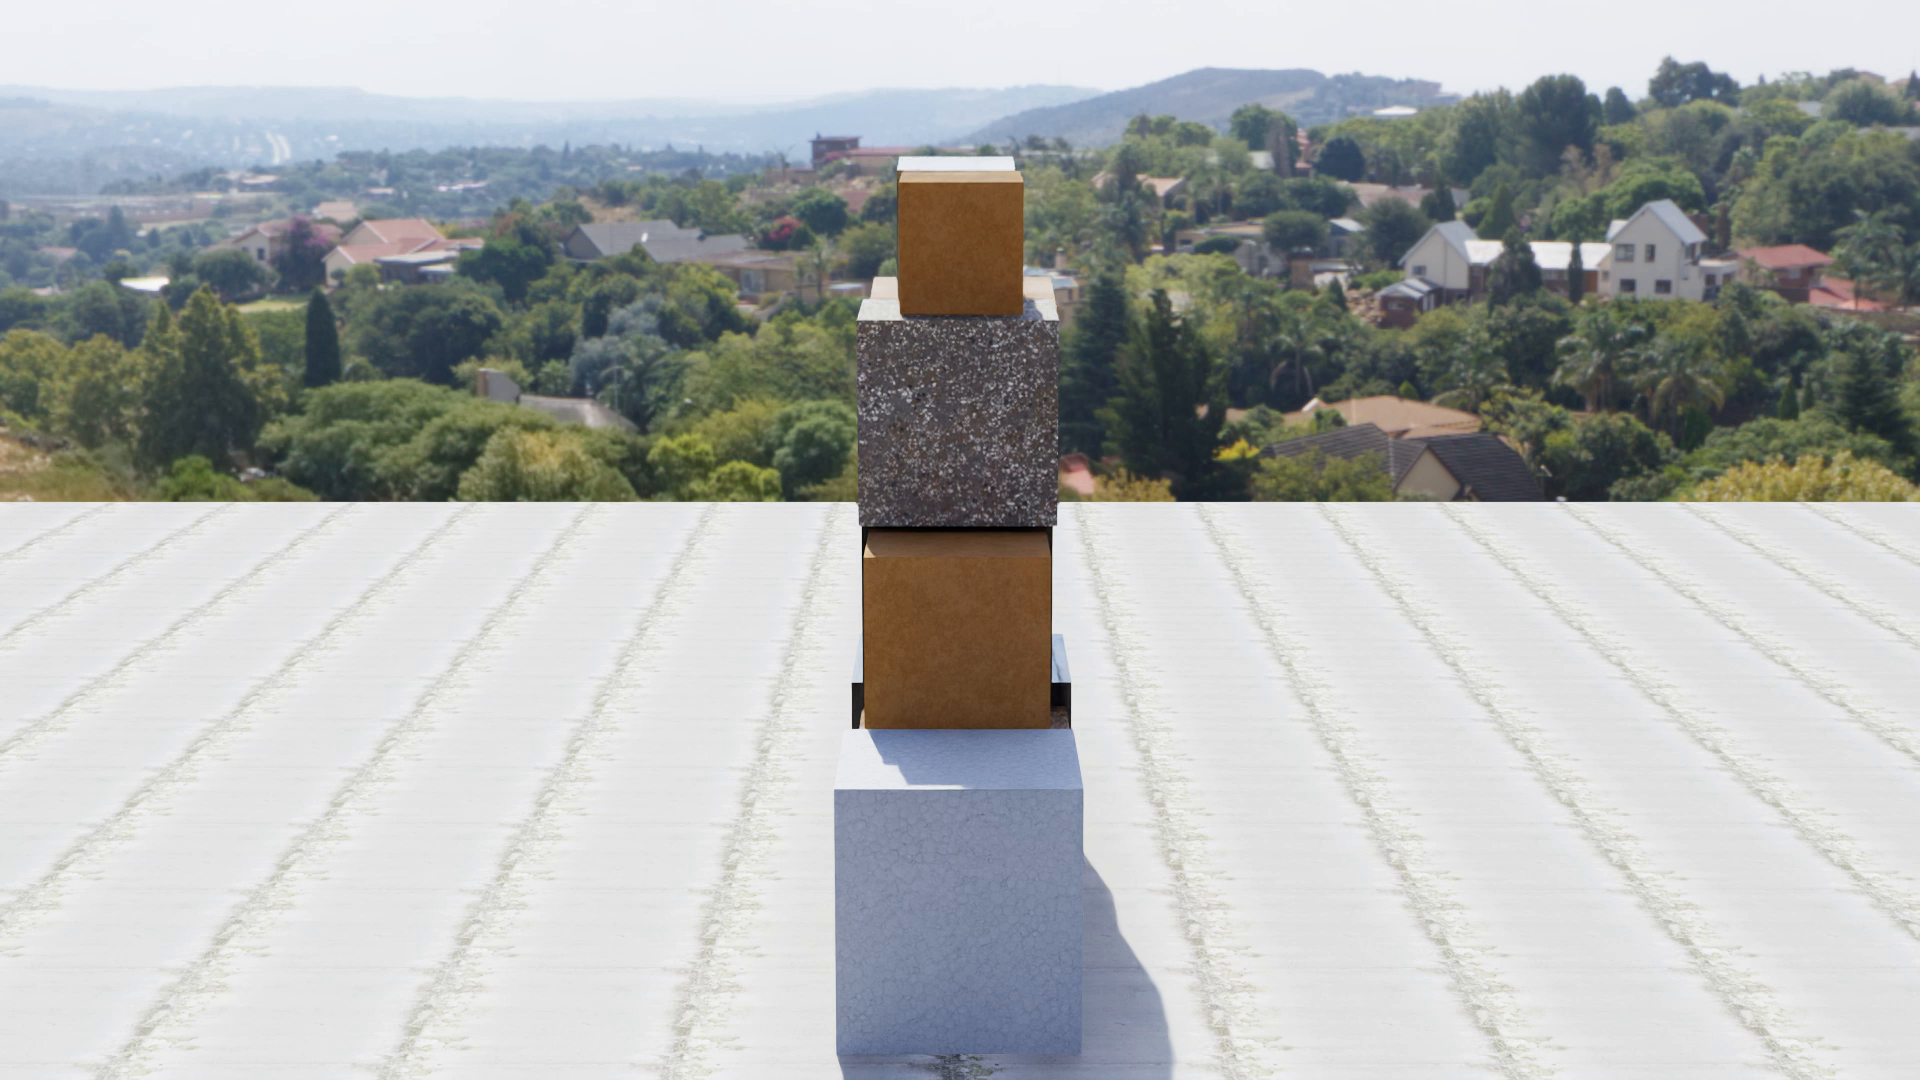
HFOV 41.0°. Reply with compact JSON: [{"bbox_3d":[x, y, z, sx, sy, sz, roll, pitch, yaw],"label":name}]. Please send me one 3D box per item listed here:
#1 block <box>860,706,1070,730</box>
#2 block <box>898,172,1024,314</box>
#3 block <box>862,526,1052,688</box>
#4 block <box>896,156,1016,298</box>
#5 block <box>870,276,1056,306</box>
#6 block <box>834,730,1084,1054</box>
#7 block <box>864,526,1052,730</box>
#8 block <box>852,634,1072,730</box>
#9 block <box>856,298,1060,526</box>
[{"bbox_3d":[0.018,1.210,10.561,0.867,0.840,0.980,0,10,0],"label":"block"},{"bbox_3d":[0.006,-1.235,10.619,0.500,0.535,0.585,0,12,0],"label":"block"},{"bbox_3d":[-0.012,0.172,11.227,0.800,0.764,0.901,0,10,0],"label":"block"},{"bbox_3d":[-0.016,-1.362,11.196,0.502,0.565,0.579,0,14,0],"label":"block"},{"bbox_3d":[0.011,-0.737,11.434,0.804,0.750,0.767,0,16,0],"label":"block"},{"bbox_3d":[-0.004,1.300,9.638,0.890,0.994,0.849,0,10,0],"label":"block"},{"bbox_3d":[-0.010,0.398,10.384,0.725,0.822,0.818,0,10,0],"label":"block"},{"bbox_3d":[0.006,0.985,11.520,0.941,0.941,0.968,0,10,0],"label":"block"},{"bbox_3d":[-0.008,-0.543,10.672,0.808,0.839,0.712,0,12,0],"label":"block"}]
